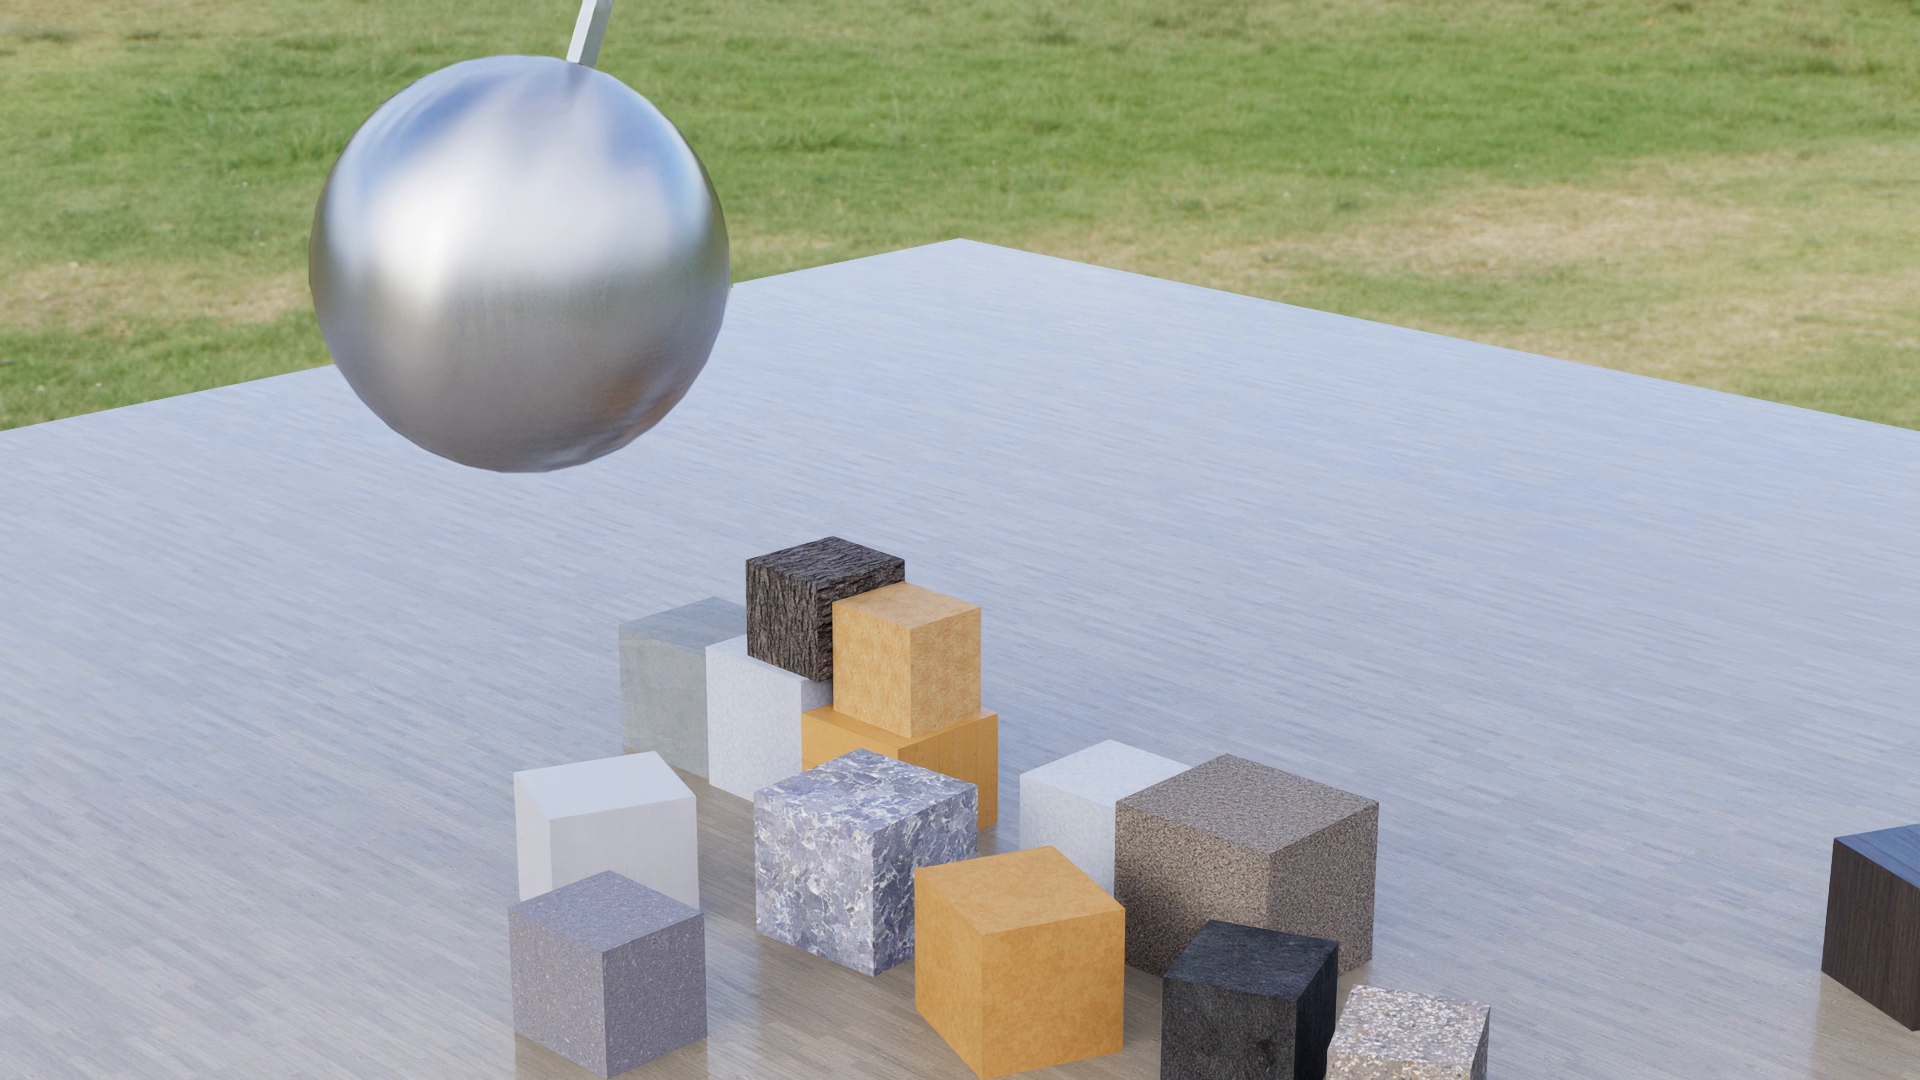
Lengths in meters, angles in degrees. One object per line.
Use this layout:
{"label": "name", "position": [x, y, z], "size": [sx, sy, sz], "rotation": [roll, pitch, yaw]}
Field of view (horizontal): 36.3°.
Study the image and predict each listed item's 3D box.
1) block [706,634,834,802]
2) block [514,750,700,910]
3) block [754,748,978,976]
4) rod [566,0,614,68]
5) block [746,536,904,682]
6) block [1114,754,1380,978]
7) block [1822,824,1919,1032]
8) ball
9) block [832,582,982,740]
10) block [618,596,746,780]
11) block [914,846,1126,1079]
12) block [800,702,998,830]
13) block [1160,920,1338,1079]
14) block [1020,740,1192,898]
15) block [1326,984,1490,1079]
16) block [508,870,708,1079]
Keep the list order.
{"label": "block", "position": [-0.749, 0.863, 14.398], "size": [0.699, 0.720, 0.691], "rotation": [-17, 24, -42]}
{"label": "block", "position": [-1.565, 1.366, 12.975], "size": [0.656, 0.614, 0.584], "rotation": [-7, 19, -22]}
{"label": "block", "position": [-0.408, 1.394, 12.806], "size": [0.688, 0.661, 0.687], "rotation": [14, 22, 38]}
{"label": "rod", "position": [-0.729, -4.318, 11.221], "size": [0.080, 5.200, 0.080], "rotation": [17, 1, 42]}
{"label": "block", "position": [-0.645, 0.325, 14.099], "size": [0.557, 0.485, 0.521], "rotation": [-16, 23, -41]}
{"label": "block", "position": [1.214, 1.454, 12.495], "size": [0.815, 0.733, 0.758], "rotation": [16, 23, 41]}
{"label": "block", "position": [4.036, 1.599, 12.233], "size": [0.550, 0.614, 0.605], "rotation": [-6, 19, -20]}
{"label": "ball", "position": [-1.681, -1.054, 11.248], "size": [1.600, 1.600, 1.600], "rotation": [0, 17, 0]}
{"label": "block", "position": [-0.251, 0.559, 13.796], "size": [0.454, 0.539, 0.534], "rotation": [-16, 24, -42]}
{"label": "block", "position": [-1.249, 0.746, 14.891], "size": [0.640, 0.648, 0.713], "rotation": [-17, 24, -42]}
{"label": "block", "position": [0.235, 1.701, 11.886], "size": [0.619, 0.628, 0.685], "rotation": [-7, 19, -22]}
{"label": "block", "position": [-0.286, 1.086, 13.952], "size": [0.658, 0.561, 0.661], "rotation": [17, 24, 42]}
{"label": "block", "position": [1.135, 1.881, 11.481], "size": [0.535, 0.527, 0.567], "rotation": [7, 19, 22]}
{"label": "block", "position": [0.703, 1.339, 13.035], "size": [0.639, 0.629, 0.600], "rotation": [16, 24, 42]}
{"label": "block", "position": [1.681, 2.046, 11.015], "size": [0.523, 0.491, 0.567], "rotation": [5, 18, 16]}
{"label": "block", "position": [-1.424, 1.748, 11.865], "size": [0.601, 0.550, 0.520], "rotation": [16, 24, 42]}
